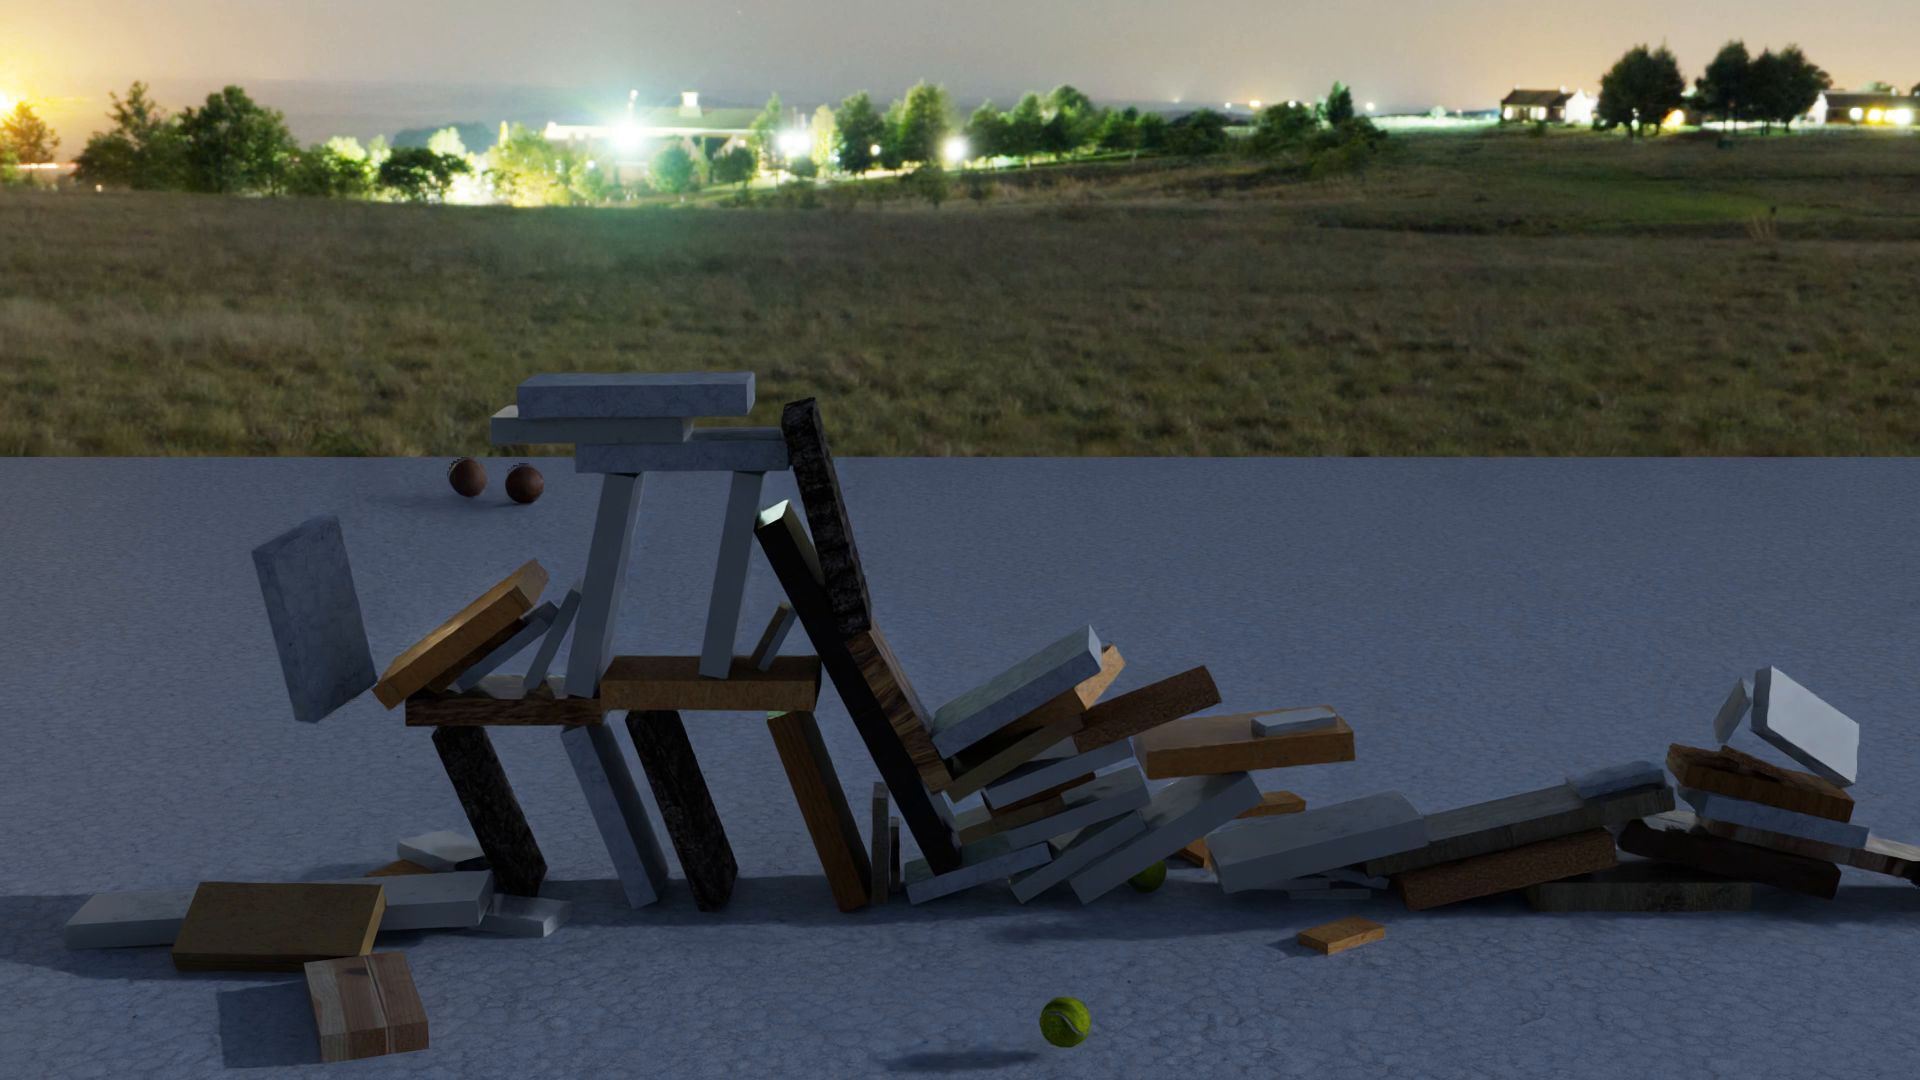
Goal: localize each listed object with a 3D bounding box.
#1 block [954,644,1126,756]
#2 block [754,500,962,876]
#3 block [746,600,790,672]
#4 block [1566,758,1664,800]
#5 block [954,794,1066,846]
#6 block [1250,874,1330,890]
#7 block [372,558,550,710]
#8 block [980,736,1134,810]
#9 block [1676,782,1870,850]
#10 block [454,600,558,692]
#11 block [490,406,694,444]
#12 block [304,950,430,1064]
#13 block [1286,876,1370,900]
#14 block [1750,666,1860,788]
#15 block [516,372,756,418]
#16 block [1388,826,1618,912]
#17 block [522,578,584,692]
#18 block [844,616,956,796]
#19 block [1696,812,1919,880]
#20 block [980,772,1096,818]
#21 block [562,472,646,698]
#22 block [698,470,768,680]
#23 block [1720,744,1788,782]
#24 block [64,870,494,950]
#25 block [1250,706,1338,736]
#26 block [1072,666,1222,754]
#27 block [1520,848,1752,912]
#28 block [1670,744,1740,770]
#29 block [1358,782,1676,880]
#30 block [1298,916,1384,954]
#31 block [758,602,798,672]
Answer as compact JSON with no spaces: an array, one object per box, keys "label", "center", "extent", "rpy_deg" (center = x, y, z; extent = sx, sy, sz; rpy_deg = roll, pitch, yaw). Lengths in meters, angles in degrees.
[{"label":"block","center":[0.122,0.267,3.650],"extent":[0.297,0.042,0.149],"rpy_deg":[-24,13,39]},{"label":"block","center":[-0.163,0.242,3.633],"extent":[0.050,0.644,0.178],"rpy_deg":[-26,10,4]},{"label":"block","center":[-0.313,0.155,3.590],"extent":[0.016,0.114,0.057],"rpy_deg":[28,9,-6]},{"label":"block","center":[1.093,0.399,3.670],"extent":[0.143,0.020,0.072],"rpy_deg":[-13,9,0]},{"label":"block","center":[0.082,0.452,3.654],"extent":[0.182,0.026,0.091],"rpy_deg":[-20,10,0]},{"label":"block","center":[0.542,0.562,3.663],"extent":[0.133,0.019,0.067],"rpy_deg":[0,10,-2]},{"label":"block","center":[-0.809,0.152,3.573],"extent":[0.301,0.043,0.150],"rpy_deg":[-35,14,10]},{"label":"block","center":[0.154,0.370,3.632],"extent":[0.247,0.035,0.123],"rpy_deg":[-21,10,-5]},{"label":"block","center":[1.352,0.450,3.664],"extent":[0.273,0.039,0.136],"rpy_deg":[12,10,-2]},{"label":"block","center":[-0.741,0.172,3.593],"extent":[0.181,0.026,0.090],"rpy_deg":[-36,14,9]},{"label":"block","center":[-0.584,-0.186,3.512],"extent":[0.301,0.043,0.150],"rpy_deg":[-1,11,-1]},{"label":"block","center":[-0.854,0.665,3.151],"extent":[0.143,0.041,0.286],"rpy_deg":[-4,11,-20]},{"label":"block","center":[0.612,0.580,3.670],"extent":[0.133,0.019,0.067],"rpy_deg":[0,11,0]},{"label":"block","center":[1.384,0.307,3.599],"extent":[0.223,0.112,0.032],"rpy_deg":[30,-31,-23]},{"label":"block","center":[-0.511,-0.232,3.503],"extent":[0.356,0.050,0.178],"rpy_deg":[-1,11,-1]},{"label":"block","center":[0.894,0.528,3.657],"extent":[0.346,0.049,0.173],"rpy_deg":[-13,10,2]},{"label":"block","center":[-0.659,0.155,3.597],"extent":[0.026,0.181,0.090],"rpy_deg":[27,9,-6]},{"label":"block","center":[-0.099,0.261,3.596],"extent":[0.042,0.297,0.148],"rpy_deg":[-28,13,4]},{"label":"block","center":[1.508,0.520,3.663],"extent":[0.535,0.032,0.112],"rpy_deg":[12,10,3]},{"label":"block","center":[0.129,0.407,3.656],"extent":[0.182,0.026,0.091],"rpy_deg":[-20,10,-5]},{"label":"block","center":[-0.575,0.059,3.575],"extent":[0.047,0.366,0.167],"rpy_deg":[12,10,-3]},{"label":"block","center":[-0.366,0.042,3.572],"extent":[0.047,0.334,0.167],"rpy_deg":[10,10,-3]},{"label":"block","center":[1.311,0.369,3.634],"extent":[0.101,0.014,0.050],"rpy_deg":[22,8,-15]},{"label":"block","center":[-1.073,0.586,3.493],"extent":[0.637,0.041,0.143],"rpy_deg":[-3,11,-2]},{"label":"block","center":[0.552,0.301,3.638],"extent":[0.127,0.018,0.063],"rpy_deg":[-7,11,-13]},{"label":"block","center":[0.301,0.279,3.623],"extent":[0.247,0.035,0.123],"rpy_deg":[-21,10,2]},{"label":"block","center":[1.115,0.566,3.665],"extent":[0.346,0.049,0.173],"rpy_deg":[0,11,-1]},{"label":"block","center":[1.235,0.360,3.648],"extent":[0.101,0.014,0.050],"rpy_deg":[10,10,-11]},{"label":"block","center":[0.915,0.470,3.667],"extent":[0.516,0.039,0.136],"rpy_deg":[-13,9,0]},{"label":"block","center":[0.600,0.620,3.456],"extent":[0.127,0.018,0.063],"rpy_deg":[-8,13,-36]},{"label":"block","center":[-0.295,0.157,3.583],"extent":[0.016,0.114,0.057],"rpy_deg":[28,9,-6]}]
